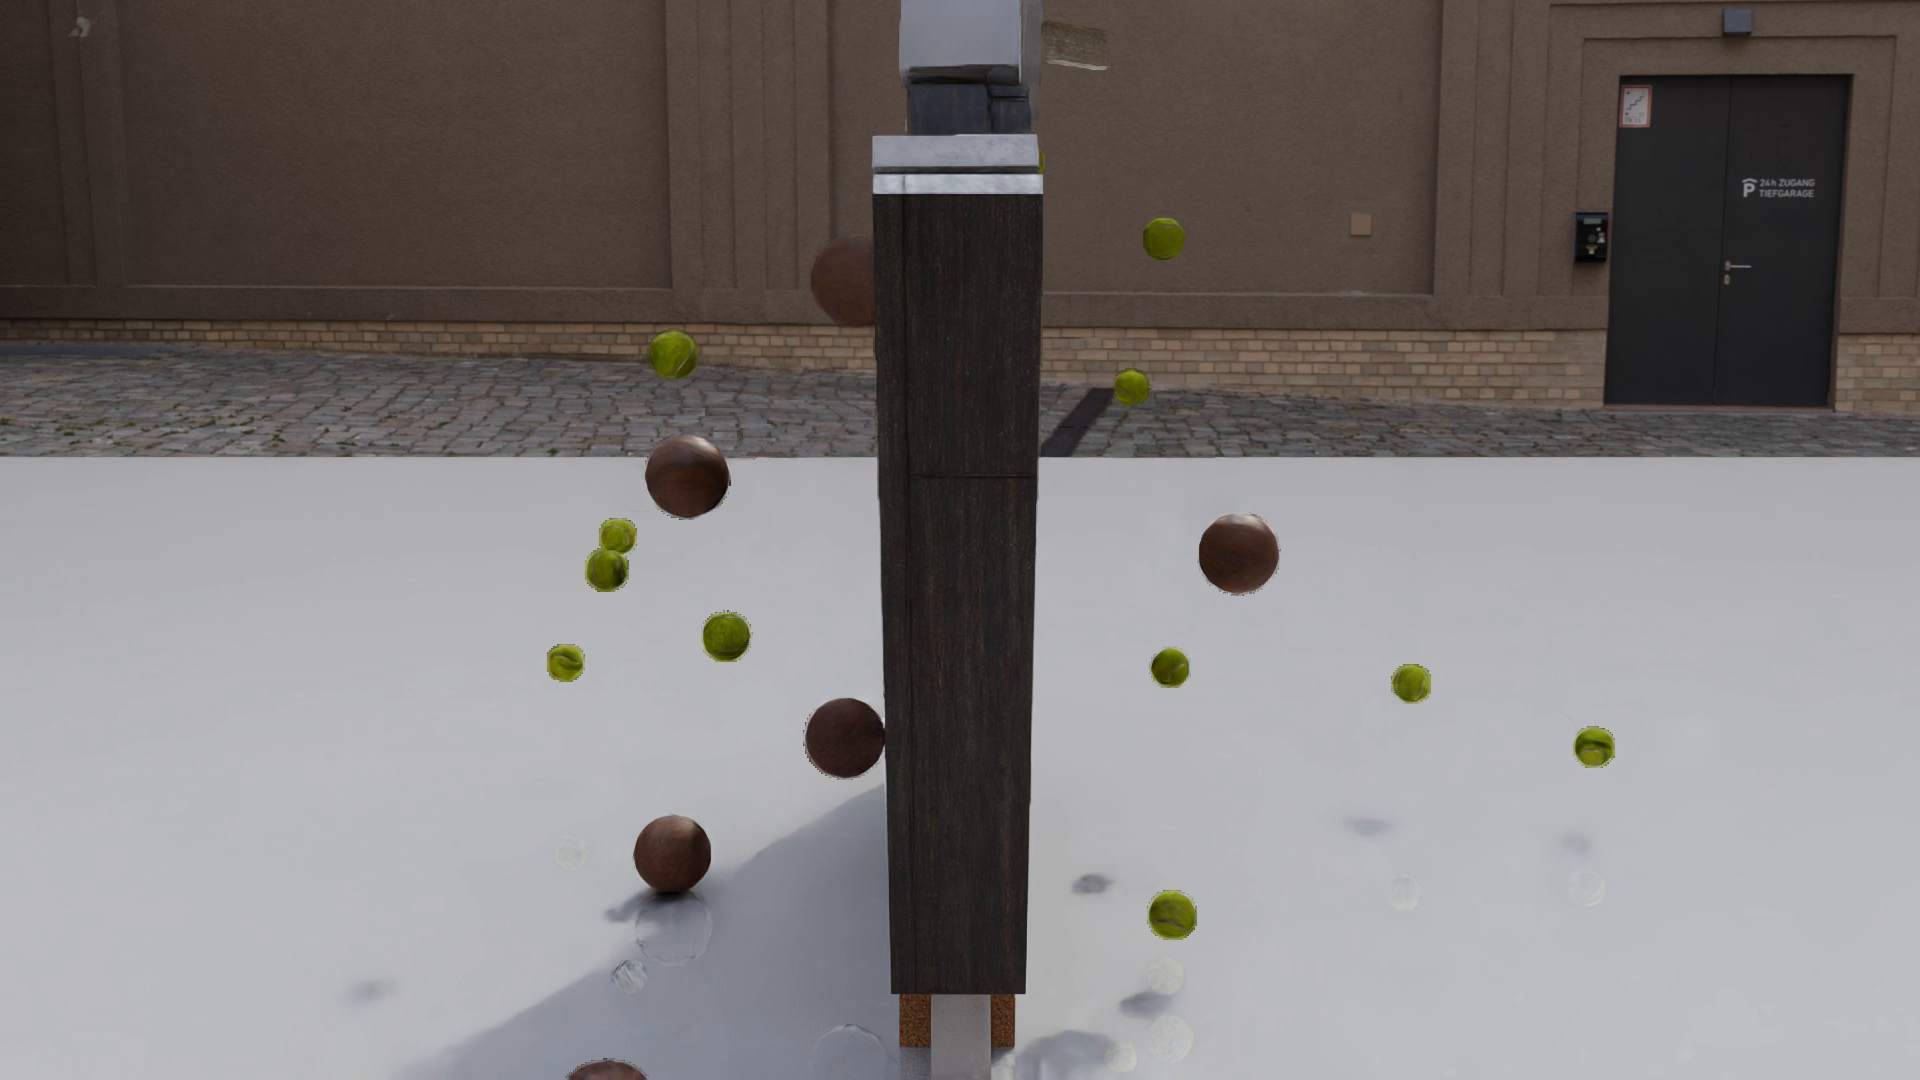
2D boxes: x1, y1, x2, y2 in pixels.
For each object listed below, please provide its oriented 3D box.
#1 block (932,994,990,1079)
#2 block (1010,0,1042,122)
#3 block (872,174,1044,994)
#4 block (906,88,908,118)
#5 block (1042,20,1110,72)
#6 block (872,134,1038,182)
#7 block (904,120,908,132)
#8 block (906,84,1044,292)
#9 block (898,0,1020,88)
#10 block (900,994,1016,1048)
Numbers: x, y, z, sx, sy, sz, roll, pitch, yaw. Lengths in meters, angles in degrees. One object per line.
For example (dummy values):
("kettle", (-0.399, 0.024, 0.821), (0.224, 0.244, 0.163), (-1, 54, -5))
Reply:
("block", (0.001, 0.655, 2.892), (0.077, 0.155, 0.022), (0, -1, 0))
("block", (0.038, -0.791, 3.089), (0.157, 0.393, 0.044), (1, 10, -1))
("block", (-0.002, 0.104, 2.544), (0.173, 1.118, 0.049), (0, 33, 0))
("block", (-0.043, -0.704, 3.762), (0.094, 0.227, 0.027), (-1, 51, 0))
("block", (0.205, -0.882, 3.926), (0.139, 0.070, 0.020), (-1, -8, -37))
("block", (-0.003, -0.297, 2.432), (0.173, 0.346, 0.049), (-1, 50, 0))
("block", (-0.017, -0.625, 4.201), (0.020, 0.398, 0.070), (-8, 25, 30))
("block", (0.017, -0.444, 2.824), (0.157, 0.314, 0.044), (0, -26, -6))
("block", (0.002, -0.751, 2.957), (0.157, 0.314, 0.044), (-1, -26, 4))
("block", (-0.001, 0.440, 3.027), (0.160, 0.528, 0.045), (1, 11, 0))
